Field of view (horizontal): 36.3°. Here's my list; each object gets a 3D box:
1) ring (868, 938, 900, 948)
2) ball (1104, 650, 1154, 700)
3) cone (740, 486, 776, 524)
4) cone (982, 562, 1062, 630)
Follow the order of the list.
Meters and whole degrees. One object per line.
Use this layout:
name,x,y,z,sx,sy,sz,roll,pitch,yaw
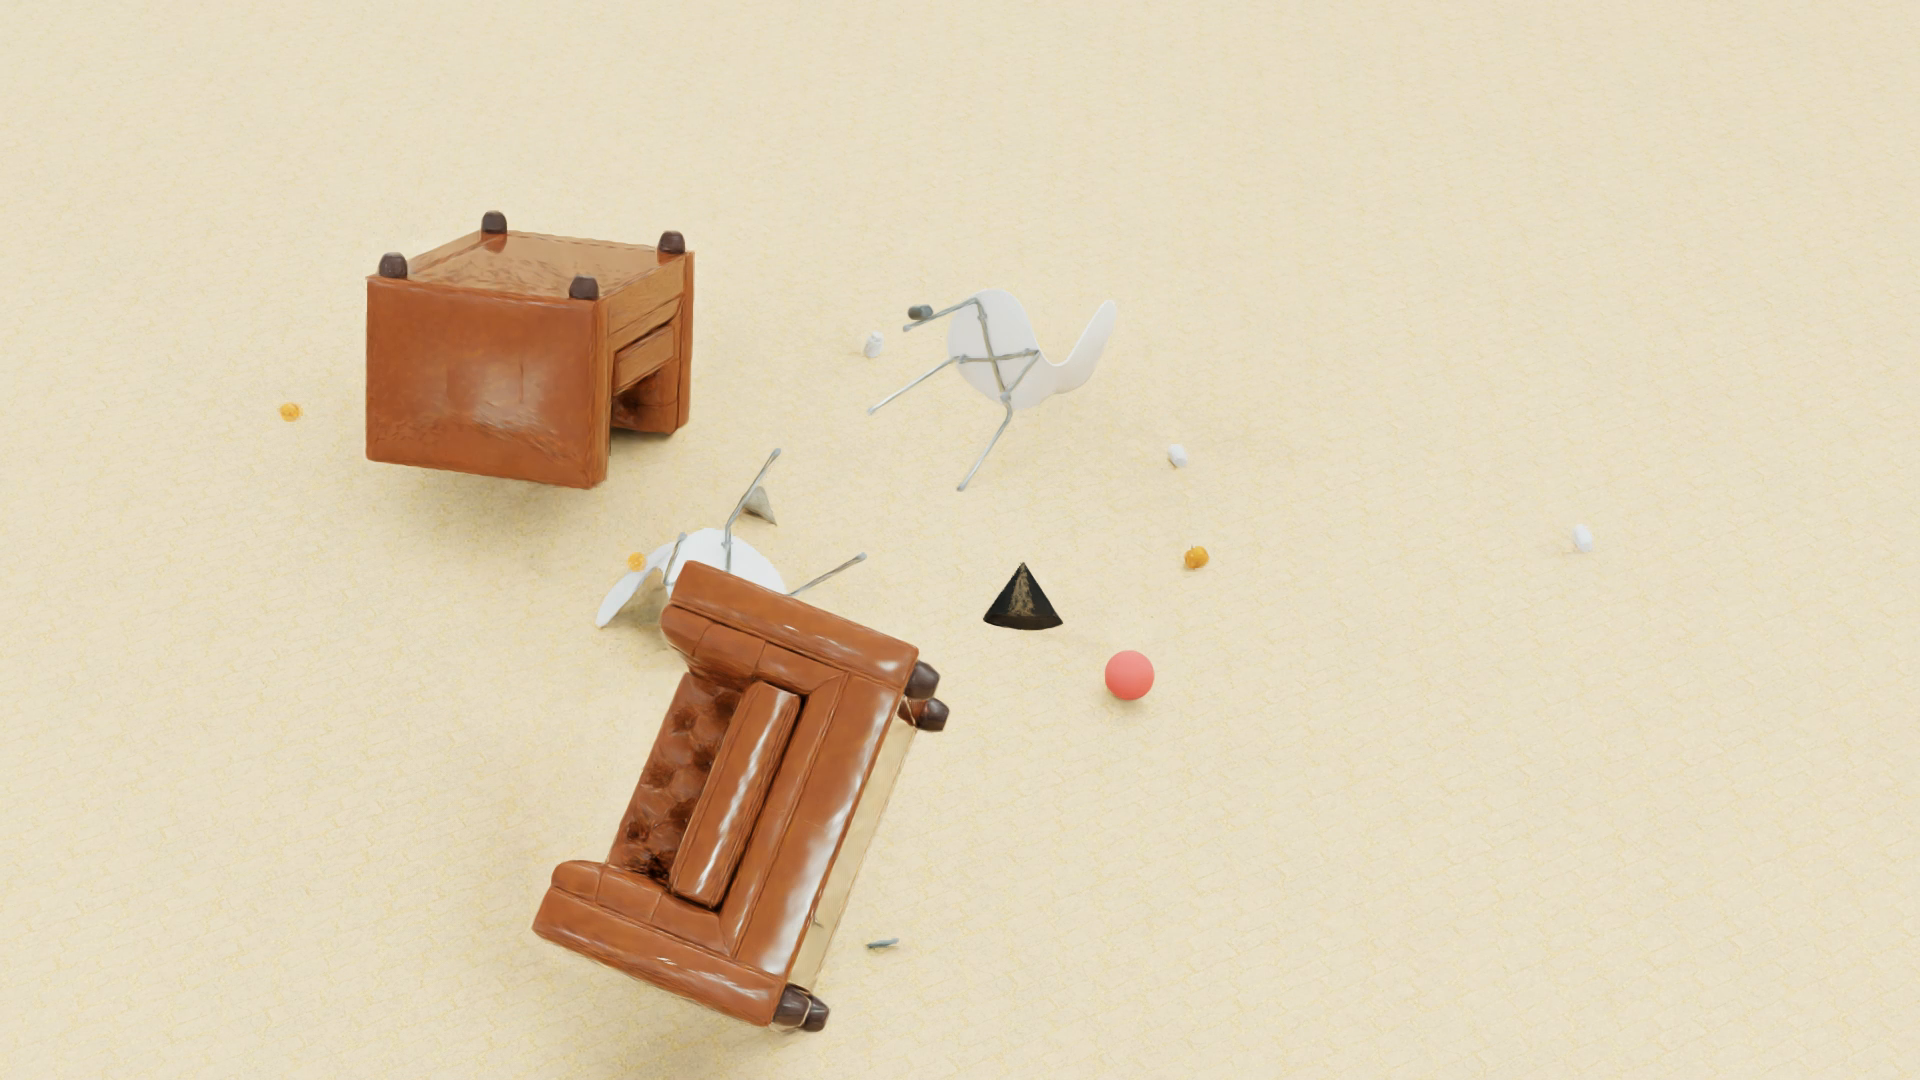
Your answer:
ring,-0.235,1.239,9.012,0.103,0.016,0.078,-10,-9,10
ball,0.582,0.464,10.083,0.173,0.173,0.173,0,33,0
cone,-0.736,-0.108,11.049,0.114,0.159,0.155,-41,72,0
cone,0.224,0.181,10.436,0.289,0.256,0.115,3,34,5
